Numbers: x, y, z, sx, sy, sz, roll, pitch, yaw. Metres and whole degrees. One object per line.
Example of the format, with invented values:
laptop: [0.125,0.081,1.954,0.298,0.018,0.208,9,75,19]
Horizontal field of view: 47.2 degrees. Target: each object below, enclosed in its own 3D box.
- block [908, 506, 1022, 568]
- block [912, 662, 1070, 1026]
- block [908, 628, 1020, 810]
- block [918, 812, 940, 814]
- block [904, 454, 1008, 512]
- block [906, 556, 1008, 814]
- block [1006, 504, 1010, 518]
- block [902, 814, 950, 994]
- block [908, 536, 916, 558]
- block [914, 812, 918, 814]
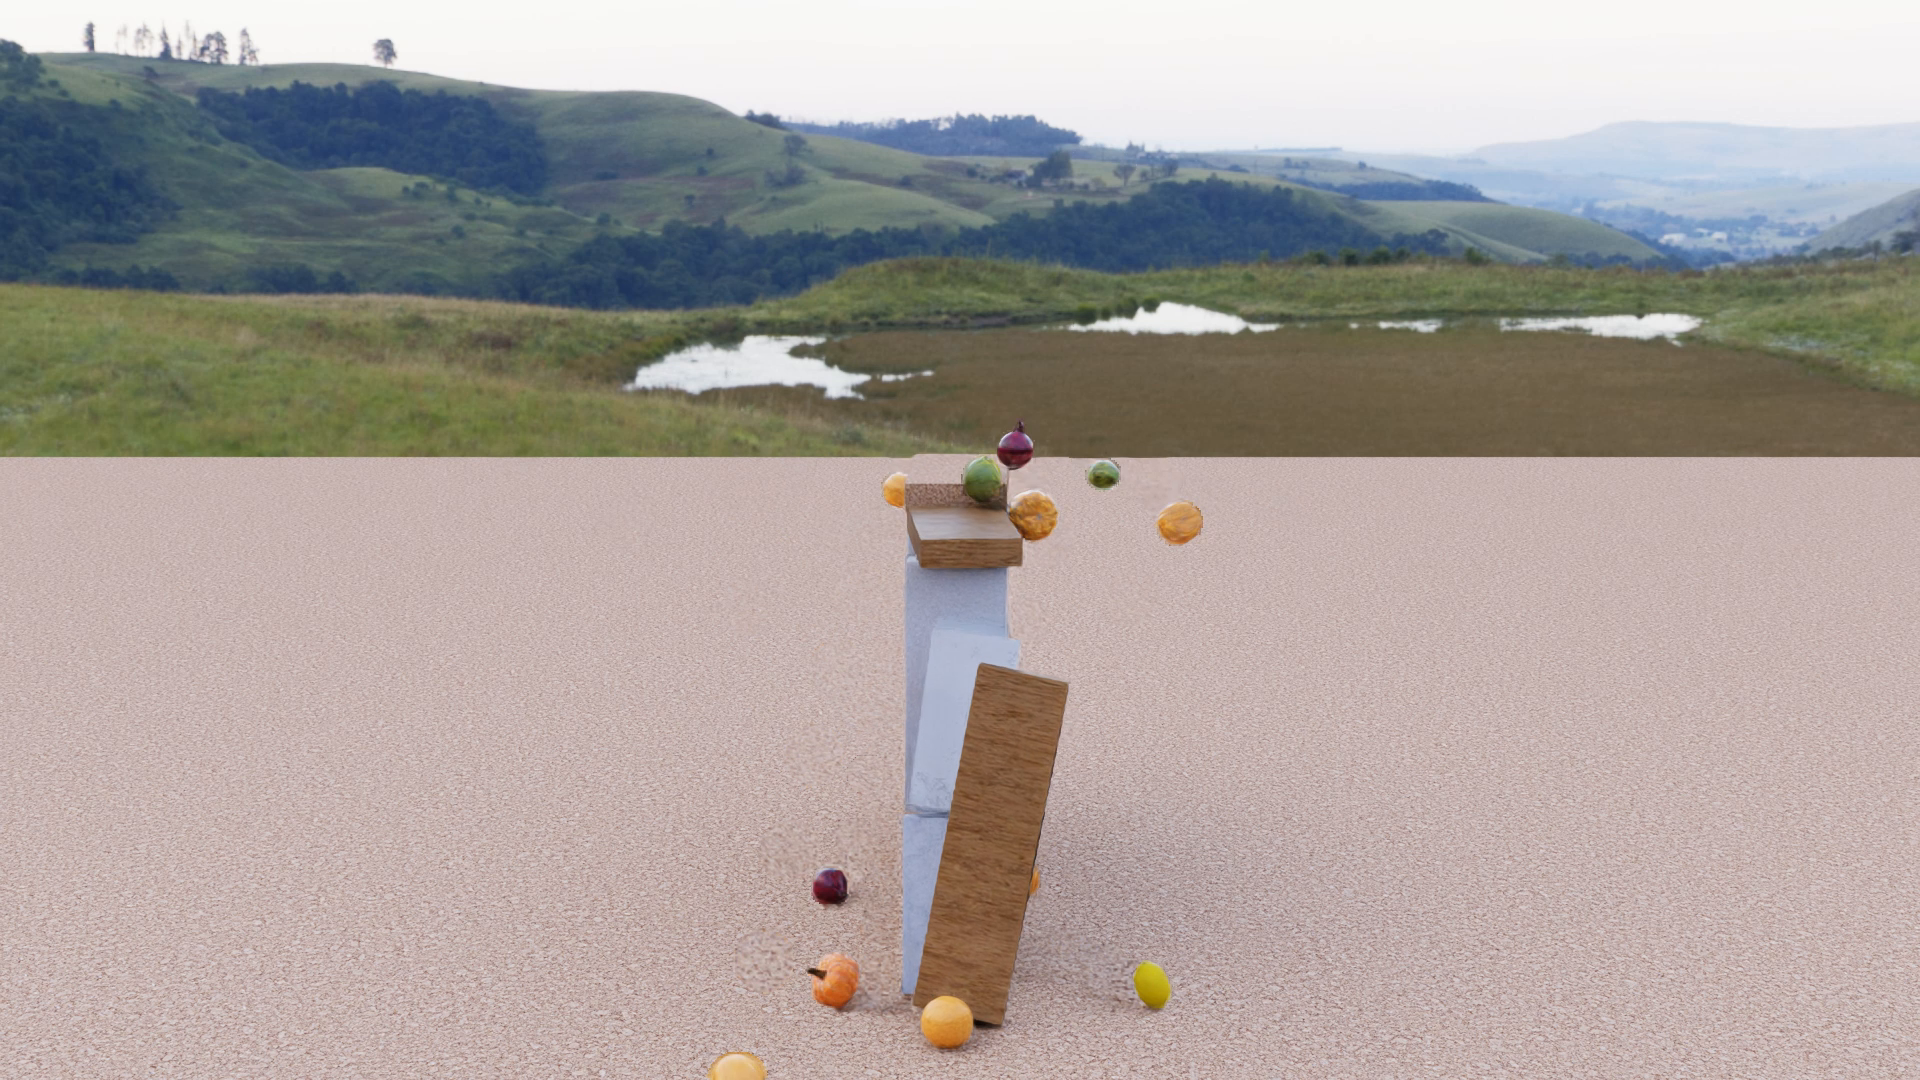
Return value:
block: [0.004,-0.008,3.368,0.149,0.042,0.299,0,10,-5]
block: [0.045,0.431,3.130,0.130,0.495,0.037,11,2,8]
block: [0.007,0.269,3.237,0.130,0.260,0.037,7,-8,3]
block: [-0.010,0.421,3.365,0.103,0.029,0.206,1,11,5]
block: [-0.002,-0.097,3.683,0.164,0.046,0.328,0,11,2]
block: [-0.005,0.220,3.312,0.149,0.385,0.042,1,10,5]
block: [-0.002,0.107,3.612,0.164,0.328,0.046,0,10,2]
block: [-0.018,0.536,3.238,0.130,0.260,0.037,1,1,4]
block: [-0.007,0.141,3.504,0.149,0.299,0.042,0,10,1]
block: [-0.002,0.471,3.536,0.141,0.282,0.040,0,11,0]
